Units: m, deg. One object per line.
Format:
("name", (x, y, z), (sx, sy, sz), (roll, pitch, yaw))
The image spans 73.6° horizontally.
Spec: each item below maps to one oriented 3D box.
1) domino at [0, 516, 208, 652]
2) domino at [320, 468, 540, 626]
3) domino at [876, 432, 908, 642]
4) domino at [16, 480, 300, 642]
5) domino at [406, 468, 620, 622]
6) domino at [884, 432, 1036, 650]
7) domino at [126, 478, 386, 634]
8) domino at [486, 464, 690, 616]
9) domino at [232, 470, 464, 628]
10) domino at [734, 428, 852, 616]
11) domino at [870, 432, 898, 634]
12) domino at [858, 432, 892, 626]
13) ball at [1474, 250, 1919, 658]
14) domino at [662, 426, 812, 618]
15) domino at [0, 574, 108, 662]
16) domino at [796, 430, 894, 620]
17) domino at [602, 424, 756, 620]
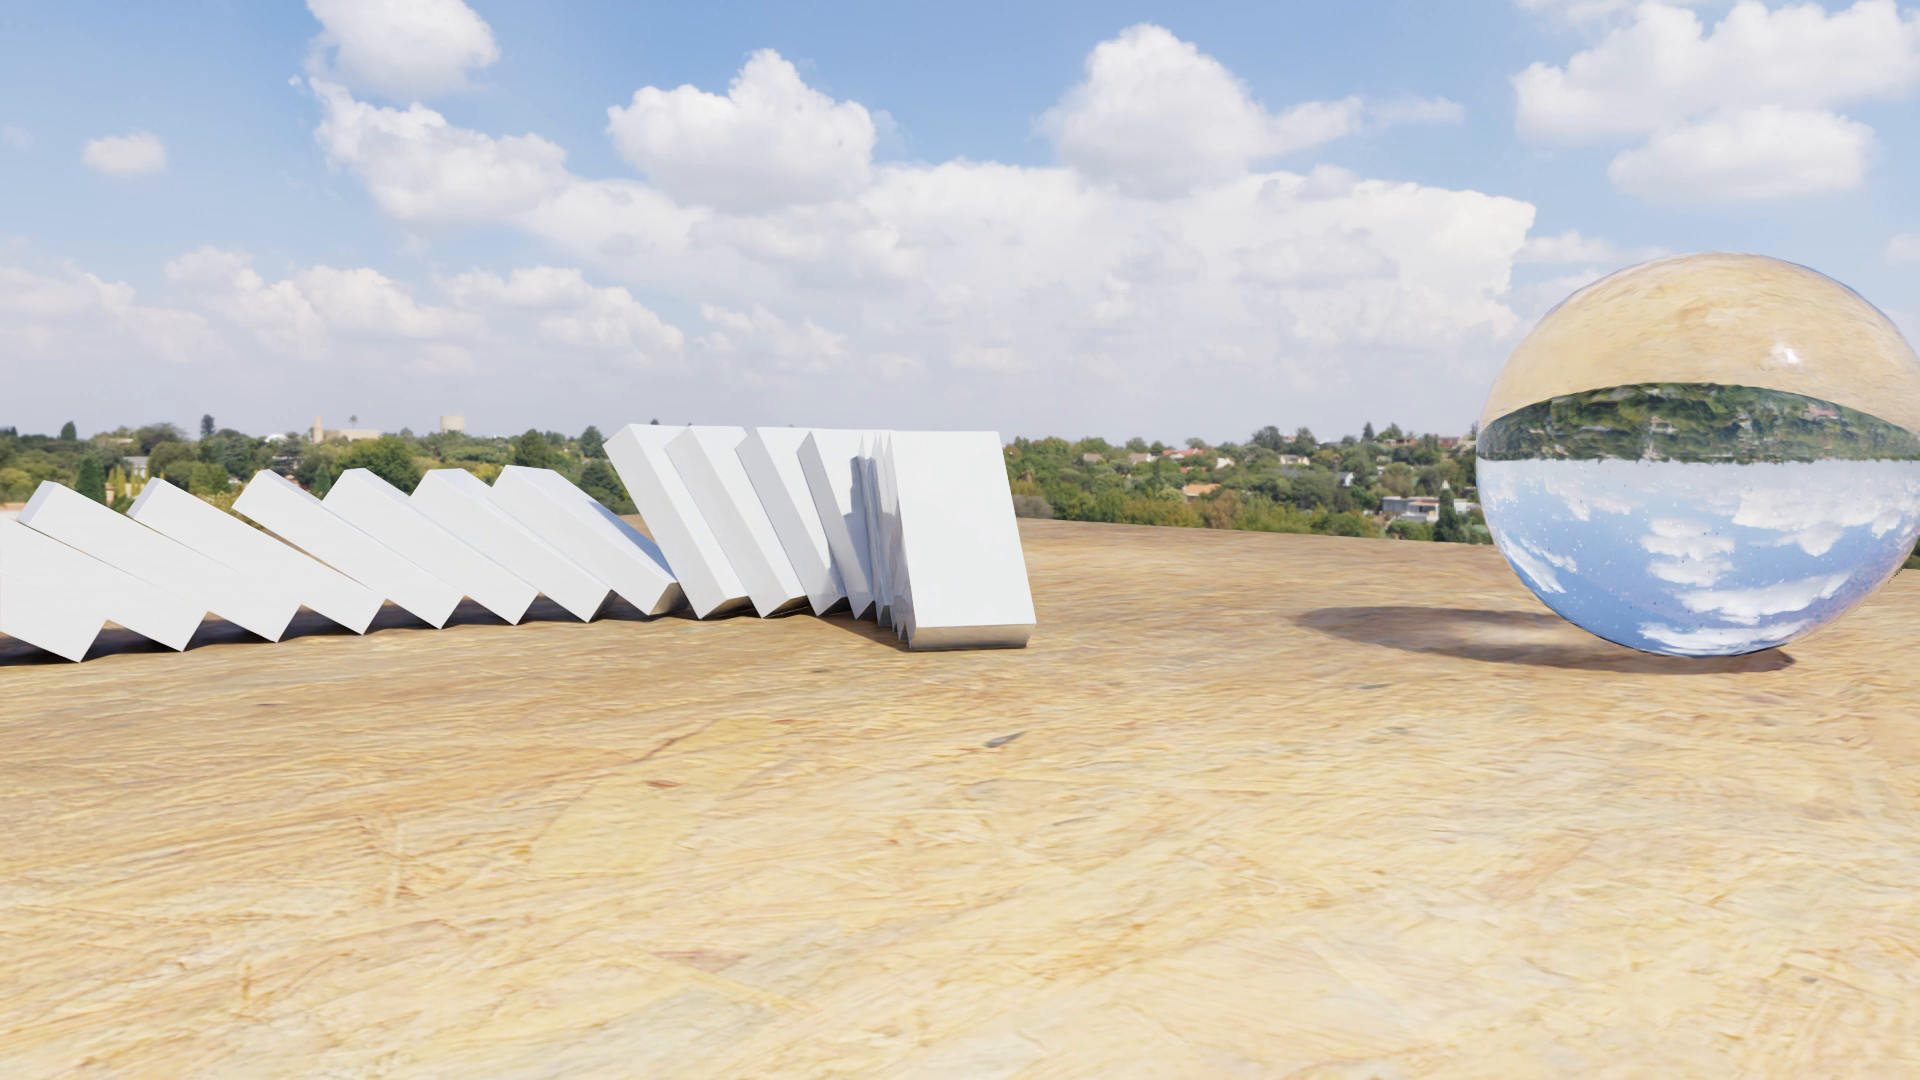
("domino", (-0.181, 0.006, 0.258), (0.025, 0.009, 0.050), (4, -26, 47))
("domino", (-0.125, 0.001, 0.306), (0.050, 0.010, 0.025), (35, -6, -15))
("domino", (-0.004, -0.002, 0.289), (0.025, 0.050, 0.010), (-1, -34, -13))
("domino", (-0.168, 0.005, 0.271), (0.025, 0.009, 0.050), (5, -26, 49))
("domino", (-0.107, 0.001, 0.314), (0.050, 0.010, 0.025), (34, 1, -5))
("domino", (-0.001, -0.001, 0.277), (0.025, 0.050, 0.010), (-1, -34, -13))
("domino", (-0.155, 0.004, 0.284), (0.050, 0.010, 0.025), (37, -18, -32))
("domino", (-0.090, 0.000, 0.320), (0.050, 0.010, 0.025), (35, 5, 7))
("domino", (-0.141, 0.002, 0.297), (0.050, 0.010, 0.025), (36, -11, -22))
("domino", (-0.036, -0.006, 0.330), (0.009, 0.050, 0.025), (-38, -18, 32))
("domino", (-0.006, -0.003, 0.301), (0.025, 0.050, 0.009), (-1, -34, -13))
("domino", (-0.010, -0.003, 0.312), (0.025, 0.050, 0.010), (-1, -34, -13))
("ball", (0.145, -0.017, 0.255), (0.080, 0.080, 0.080), (0, 4, 0))
("domino", (-0.053, -0.005, 0.326), (0.010, 0.050, 0.025), (-34, -8, 20))
("domino", (-0.193, 0.007, 0.243), (0.025, 0.009, 0.050), (4, -26, 42))
("domino", (-0.021, -0.005, 0.324), (0.025, 0.050, 0.010), (-3, -30, -36))
("domino", (-0.067, -0.005, 0.322), (0.009, 0.050, 0.025), (-34, -9, 19))
